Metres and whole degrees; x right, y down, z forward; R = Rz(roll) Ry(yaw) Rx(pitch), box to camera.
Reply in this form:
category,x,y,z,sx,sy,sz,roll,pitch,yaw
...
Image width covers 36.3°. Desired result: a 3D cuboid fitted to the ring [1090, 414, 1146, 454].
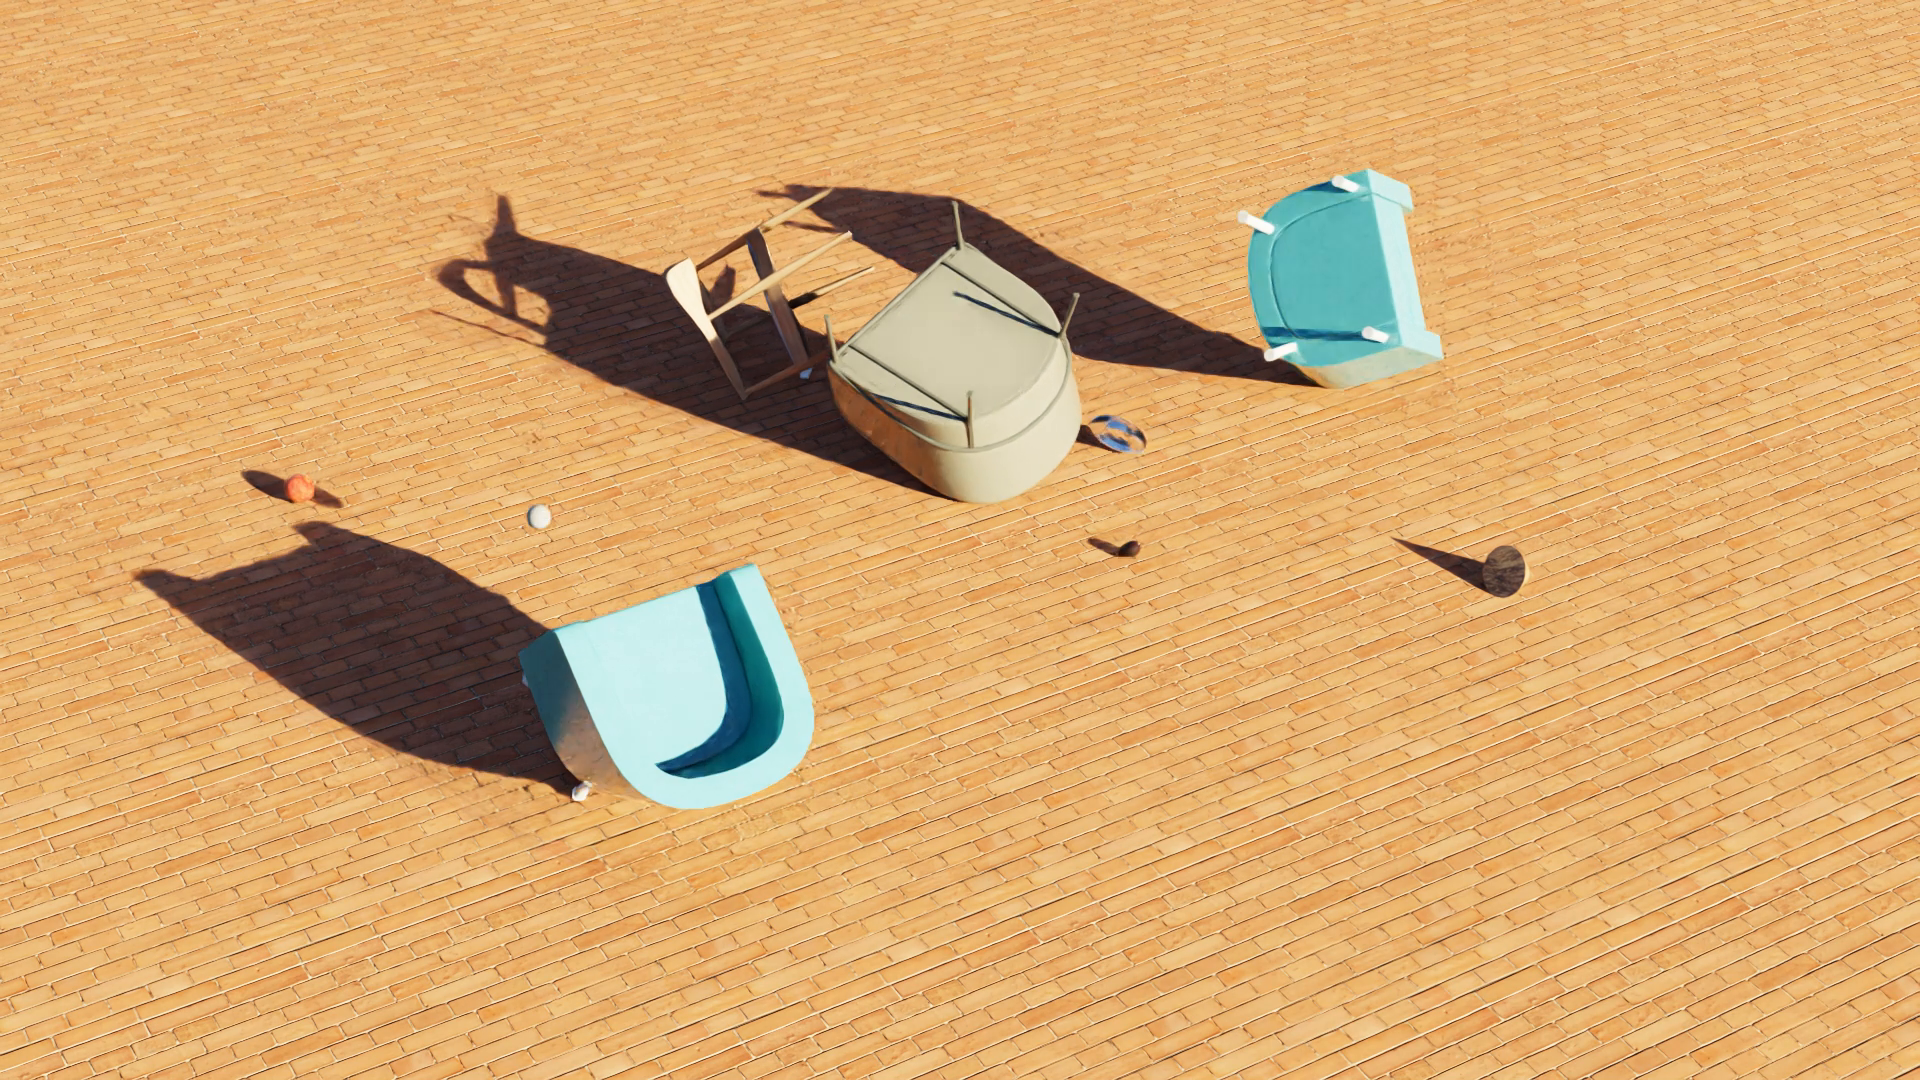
category,x,y,z,sx,sy,sz,roll,pitch,yaw
ring,0.619,-0.413,11.444,0.240,0.123,0.085,26,24,3

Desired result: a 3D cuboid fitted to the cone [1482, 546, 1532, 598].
category,x,y,z,sx,sy,sz,roll,pitch,yaw
cone,2.036,0.123,10.681,0.184,0.192,0.186,8,-6,-44

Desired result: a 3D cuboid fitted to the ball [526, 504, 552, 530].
category,x,y,z,sx,sy,sz,roll,pitch,yaw
ball,-1.483,-0.082,10.317,0.087,0.087,0.087,0,33,0
